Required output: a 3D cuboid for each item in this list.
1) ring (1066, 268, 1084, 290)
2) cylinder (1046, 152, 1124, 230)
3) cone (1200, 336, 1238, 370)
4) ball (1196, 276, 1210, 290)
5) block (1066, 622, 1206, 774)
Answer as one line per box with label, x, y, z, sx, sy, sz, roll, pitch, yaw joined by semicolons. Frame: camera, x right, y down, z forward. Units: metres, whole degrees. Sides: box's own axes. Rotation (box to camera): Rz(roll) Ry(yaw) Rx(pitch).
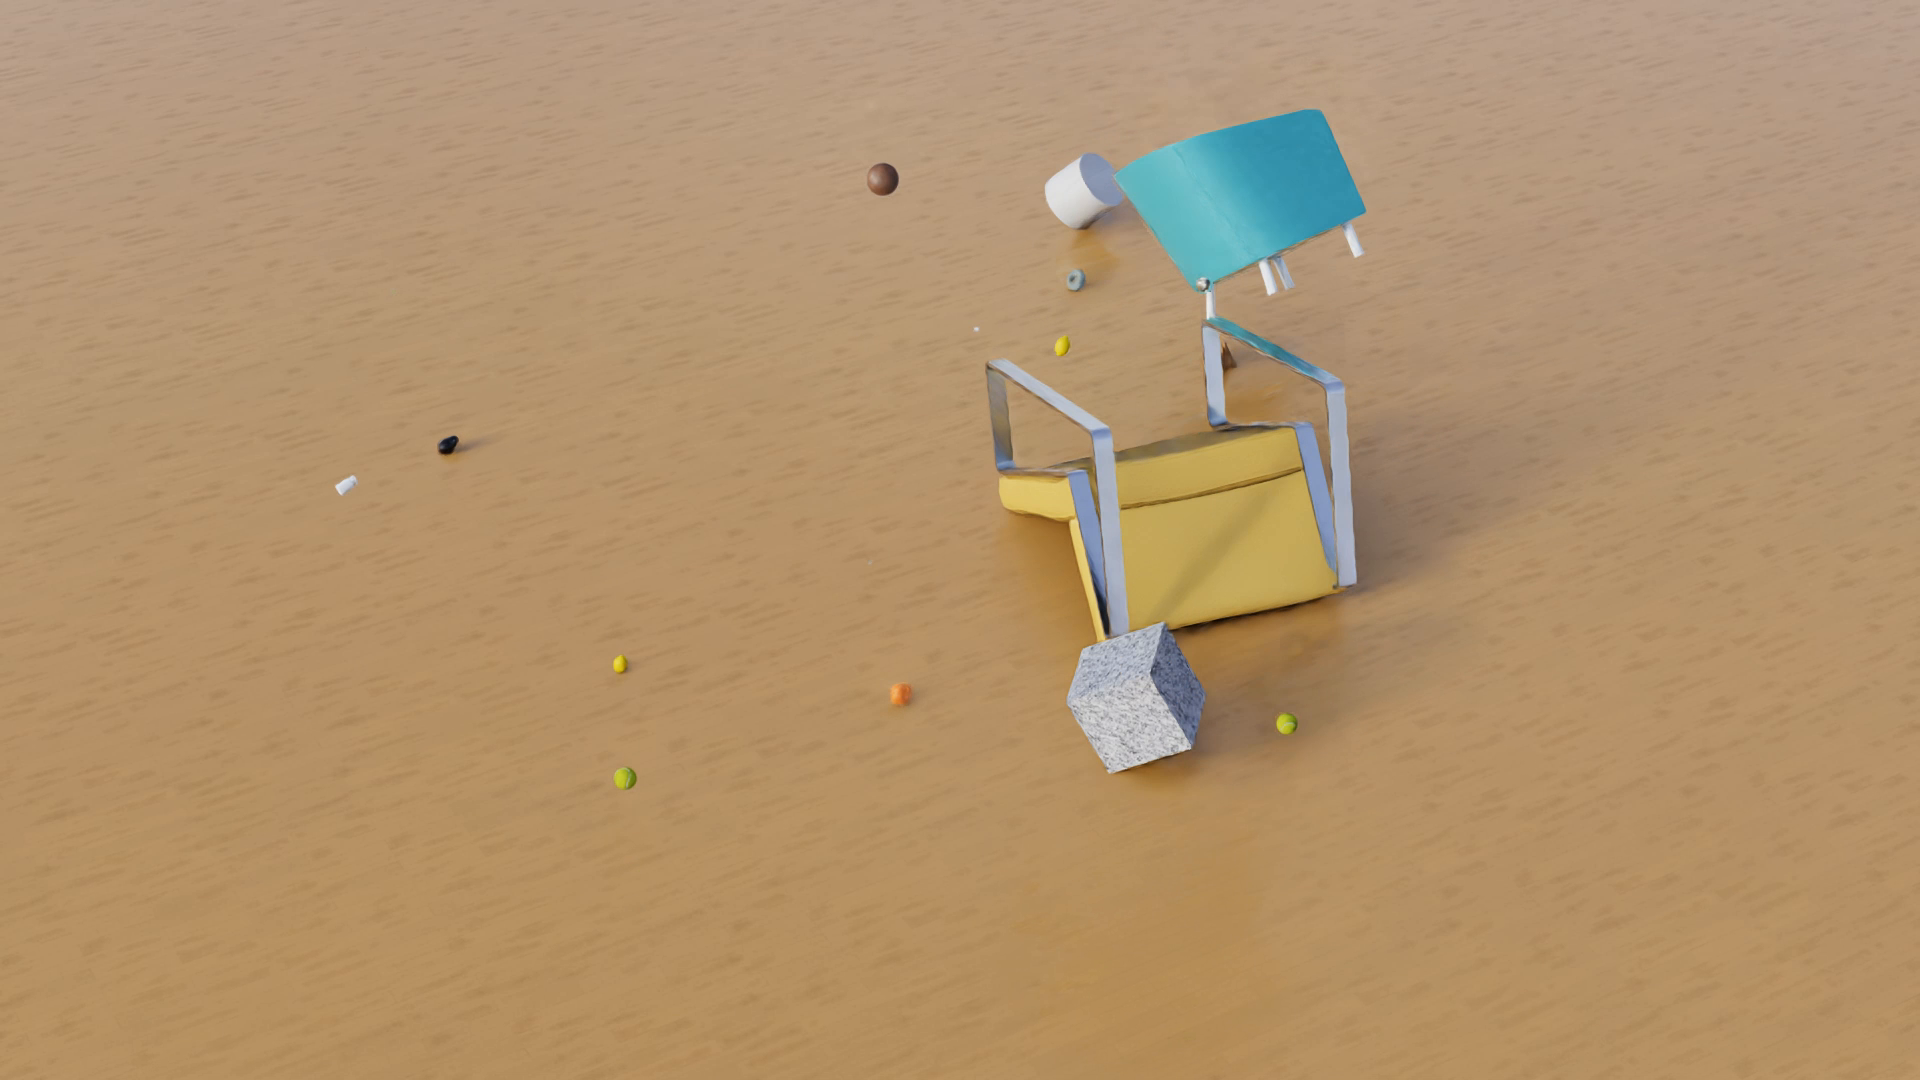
ring;0.497;-1.118;12.581;0.087;0.033;0.115;-22;45;24
cylinder;0.550;-1.540;12.961;0.227;0.271;0.247;-32;13;41
cone;1.085;-0.737;12.001;0.130;0.163;0.149;24;50;-24
ball;0.874;-0.921;10.537;0.052;0.052;0.052;0;33;0
block;0.589;0.525;9.760;0.311;0.314;0.310;-20;26;25
